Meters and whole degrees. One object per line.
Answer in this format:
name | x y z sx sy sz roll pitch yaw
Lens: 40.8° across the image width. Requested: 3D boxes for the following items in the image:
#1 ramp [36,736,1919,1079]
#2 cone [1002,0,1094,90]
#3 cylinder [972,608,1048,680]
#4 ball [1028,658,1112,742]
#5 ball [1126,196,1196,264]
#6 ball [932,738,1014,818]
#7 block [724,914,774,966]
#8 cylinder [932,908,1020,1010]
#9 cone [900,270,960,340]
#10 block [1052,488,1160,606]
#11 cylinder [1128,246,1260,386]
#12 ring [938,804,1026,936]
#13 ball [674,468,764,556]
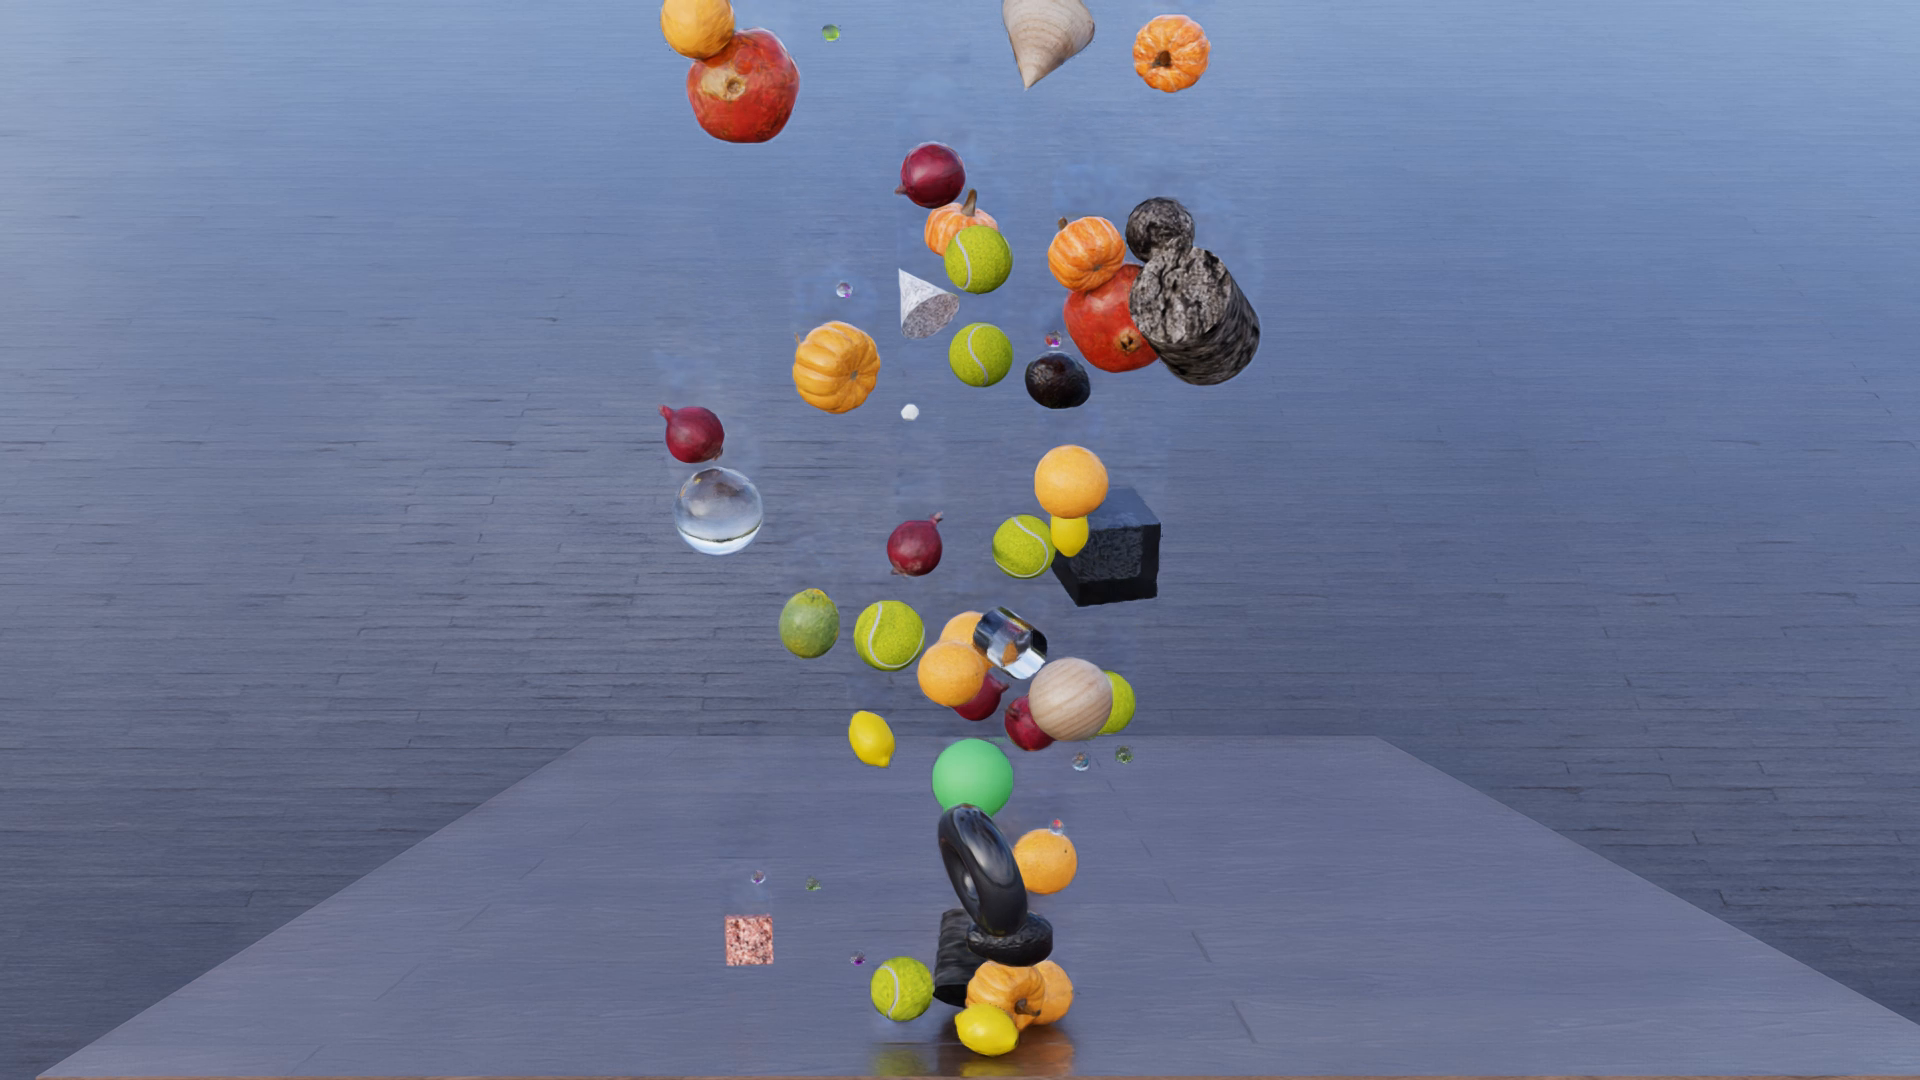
ramp | 0.064 0.572 4.614 2.000 0.100 4.000 0 1 0
cone | 0.076 -0.476 2.538 0.095 0.095 0.095 8 57 14
cylinder | 0.053 0.108 2.709 0.057 0.057 0.057 -17 32 -28
ball | 0.109 0.157 2.544 0.083 0.083 0.083 0 28 0
ball | 0.201 -0.309 2.589 0.070 0.070 0.070 0 28 0
ball | 0.014 0.260 2.810 0.089 0.089 0.089 0 28 0
block | -0.252 0.476 3.080 0.054 0.054 0.054 -1 -3 -7
cylinder | 0.019 0.477 2.944 0.090 0.090 0.090 4 62 7
cone | -0.042 -0.230 2.404 0.062 0.062 0.062 -17 61 -29
block | 0.162 0.007 2.874 0.092 0.092 0.092 -6 28 -15
cylinder | 0.207 -0.197 2.277 0.093 0.093 0.093 -8 67 20
ring | 0.023 0.334 2.615 0.048 0.143 0.143 -23 34 -15
ball | -0.248 -0.029 2.655 0.092 0.092 0.092 0 28 0
